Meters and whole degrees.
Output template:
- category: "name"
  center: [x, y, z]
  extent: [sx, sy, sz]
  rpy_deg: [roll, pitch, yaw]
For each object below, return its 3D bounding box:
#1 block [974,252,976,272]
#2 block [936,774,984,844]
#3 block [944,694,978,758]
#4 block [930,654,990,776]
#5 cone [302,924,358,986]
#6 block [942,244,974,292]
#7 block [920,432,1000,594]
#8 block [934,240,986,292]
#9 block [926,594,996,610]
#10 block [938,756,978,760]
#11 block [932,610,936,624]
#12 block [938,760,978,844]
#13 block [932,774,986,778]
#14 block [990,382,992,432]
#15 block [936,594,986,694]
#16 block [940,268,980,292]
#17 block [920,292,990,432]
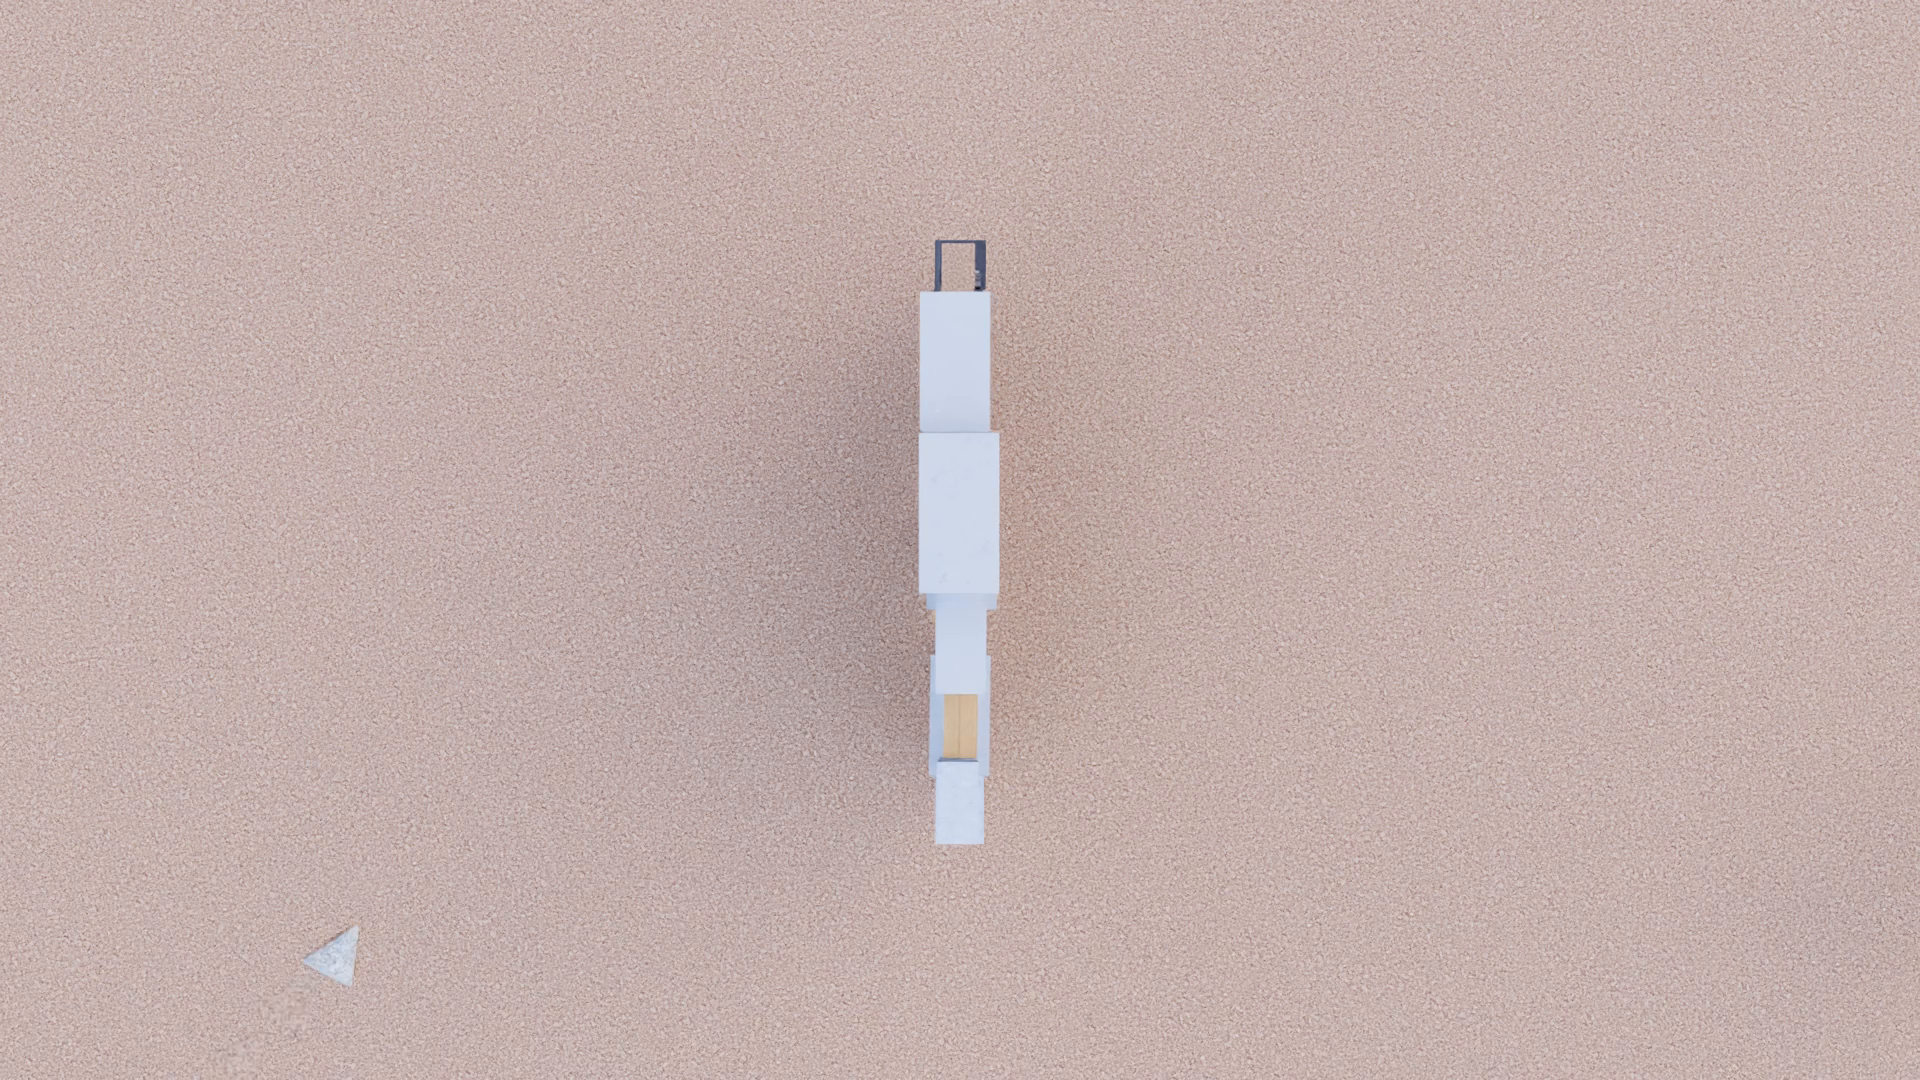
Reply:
- category: "block"
  center: [-0.003, -0.701, 4.155]
  extent: [0.081, 0.163, 0.023]
  rpy_deg: [0, 90, 1]
- category: "block"
  center: [0.001, 0.719, 4.639]
  extent: [0.133, 0.038, 0.266]
  rpy_deg: [0, 90, 0]
- category: "block"
  center: [0.002, 0.445, 4.014]
  extent: [0.082, 0.023, 0.165]
  rpy_deg: [1, 90, 0]
- category: "block"
  center: [-0.001, 0.445, 4.212]
  extent: [0.152, 0.043, 0.304]
  rpy_deg: [1, 90, 0]
- category: "cone"
  center: [-2.042, 1.351, 5.459]
  extent: [0.182, 0.182, 0.182]
  rpy_deg: [28, 63, 0]
- category: "block"
  center: [-0.004, -0.647, 4.062]
  extent: [0.081, 0.023, 0.163]
  rpy_deg: [0, 90, 1]
- category: "block"
  center: [-0.002, -0.060, 3.713]
  extent: [0.179, 0.051, 0.358]
  rpy_deg: [0, 90, 0]
- category: "block"
  center: [0.001, -0.706, 4.696]
  extent: [0.145, 0.041, 0.290]
  rpy_deg: [0, 90, 0]
- category: "block"
  center: [0.004, -0.002, 4.121]
  extent: [0.174, 0.049, 0.348]
  rpy_deg: [0, 90, 0]
- category: "block"
  center: [-0.005, 0.565, 4.092]
  extent: [0.098, 0.196, 0.028]
  rpy_deg: [1, 90, 1]
- category: "block"
  center: [-0.001, 0.087, 4.857]
  extent: [0.156, 0.044, 0.312]
  rpy_deg: [0, 90, 0]
- category: "block"
  center: [-0.006, 0.632, 3.980]
  extent: [0.098, 0.028, 0.196]
  rpy_deg: [0, 90, 1]
- category: "block"
  center: [-0.003, 0.550, 4.946]
  extent: [0.160, 0.045, 0.320]
  rpy_deg: [0, 90, 0]
- category: "block"
  center: [0.001, -0.333, 4.142]
  extent: [0.153, 0.043, 0.307]
  rpy_deg: [0, 89, 1]
- category: "block"
  center: [0.002, 0.241, 3.846]
  extent: [0.117, 0.033, 0.233]
  rpy_deg: [1, 90, 0]
- category: "block"
  center: [0.000, -0.593, 4.251]
  extent: [0.103, 0.029, 0.207]
  rpy_deg: [0, 90, 0]
- category: "block"
  center: [-0.012, -0.405, 3.778]
  extent: [0.160, 0.045, 0.319]
  rpy_deg: [0, 89, 1]
